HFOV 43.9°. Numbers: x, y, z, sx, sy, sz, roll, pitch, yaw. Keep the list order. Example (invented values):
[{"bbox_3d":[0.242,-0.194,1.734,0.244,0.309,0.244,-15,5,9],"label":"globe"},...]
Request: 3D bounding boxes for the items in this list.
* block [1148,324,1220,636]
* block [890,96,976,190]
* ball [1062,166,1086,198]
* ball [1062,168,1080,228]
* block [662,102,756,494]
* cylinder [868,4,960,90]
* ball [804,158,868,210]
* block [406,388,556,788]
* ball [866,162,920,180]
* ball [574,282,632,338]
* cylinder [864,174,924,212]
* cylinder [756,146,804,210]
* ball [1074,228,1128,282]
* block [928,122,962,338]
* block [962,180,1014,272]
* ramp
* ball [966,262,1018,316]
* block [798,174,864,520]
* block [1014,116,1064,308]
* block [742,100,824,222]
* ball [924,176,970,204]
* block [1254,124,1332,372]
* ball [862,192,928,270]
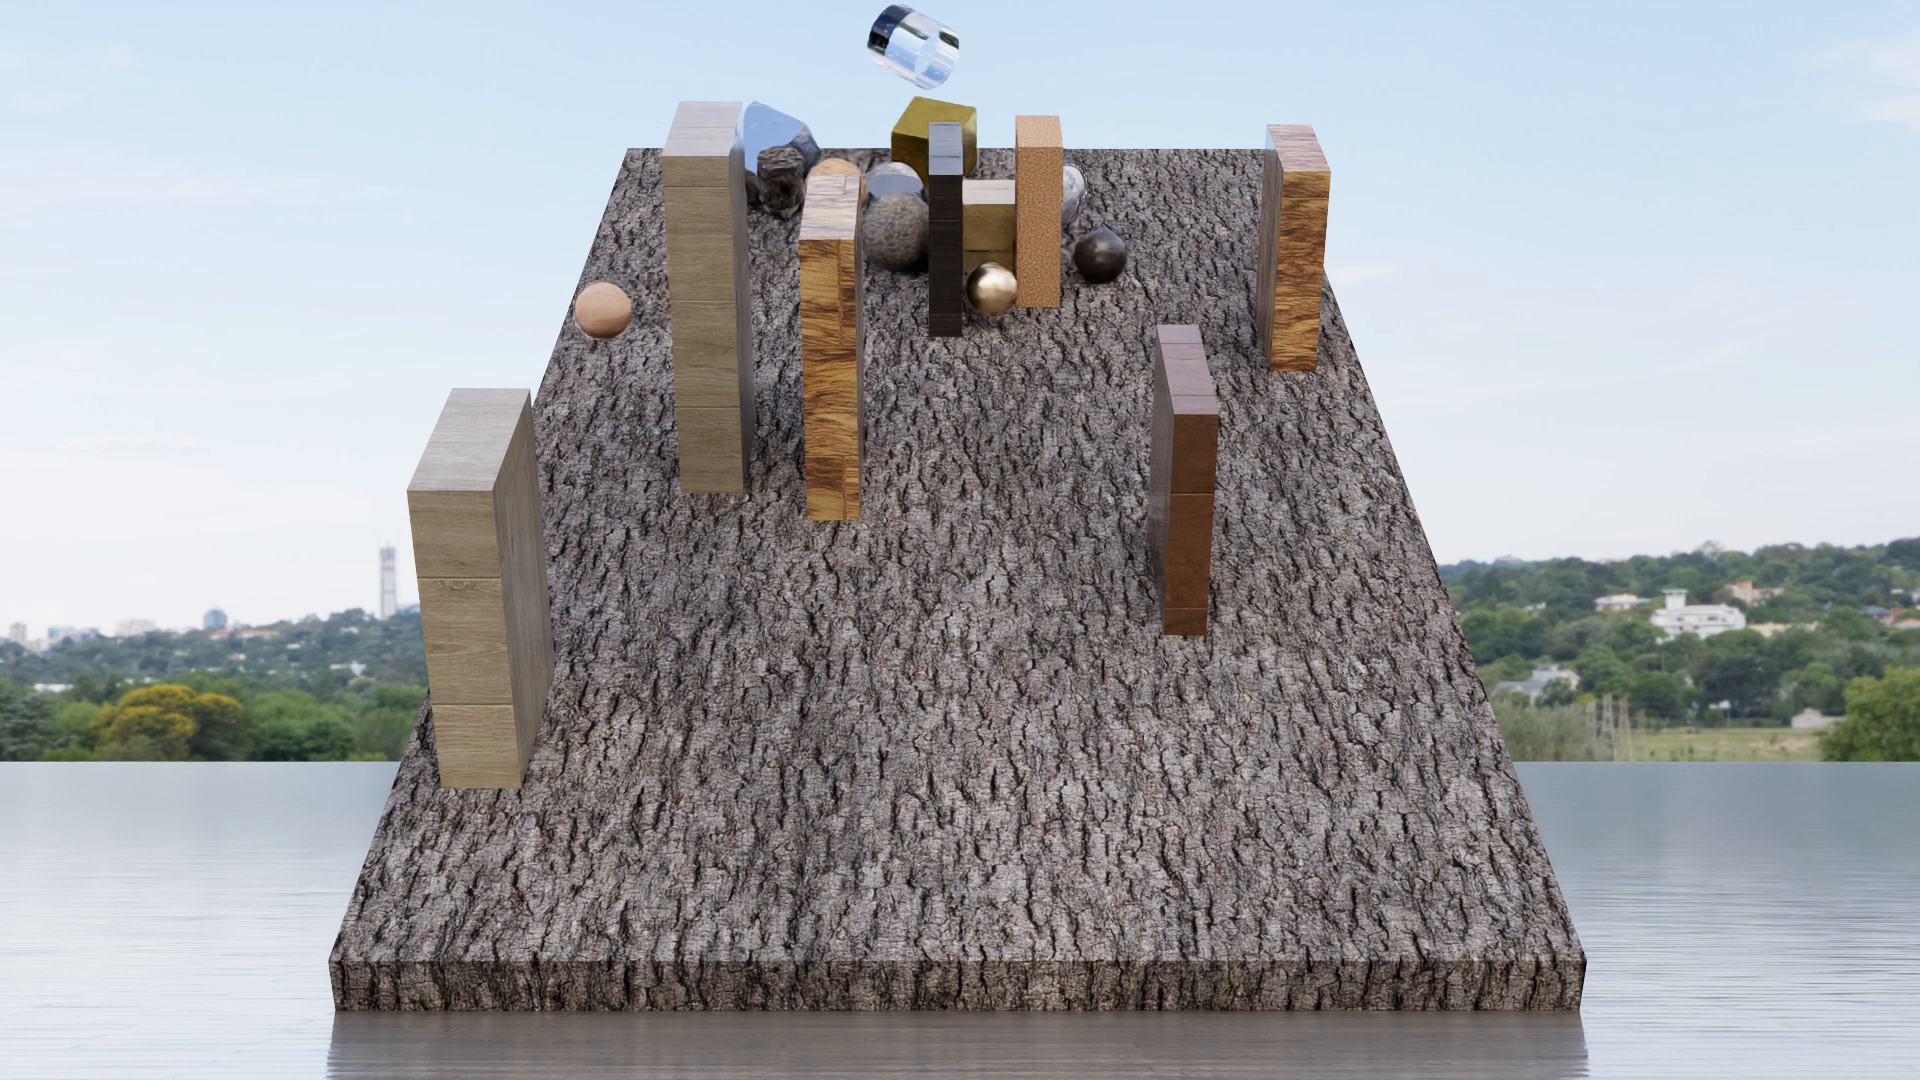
[{"bbox_3d":[0.443,-0.125,4.775,0.084,0.479,0.433,0,28,0],"label":"block"},{"bbox_3d":[-0.074,-1.143,6.938,0.192,0.192,0.192,14,-44,14],"label":"block"},{"bbox_3d":[0.299,-1.007,6.787,0.115,0.115,0.115,0,-5,0],"label":"ball"},{"bbox_3d":[0.237,-0.954,6.644,0.195,0.195,0.195,0,-5,0],"label":"ball"},{"bbox_3d":[-0.544,-0.530,5.220,0.138,0.773,0.366,0,28,0],"label":"block"},{"bbox_3d":[-0.138,-1.477,7.136,0.196,0.196,0.196,34,13,29],"label":"cylinder"},{"bbox_3d":[-0.311,-0.872,5.957,0.159,0.159,0.159,0,-5,0],"label":"ball"},{"bbox_3d":[-0.846,0.082,4.257,0.141,0.589,0.411,0,28,0],"label":"block"},{"bbox_3d":[-0.189,-0.980,6.718,0.171,0.171,0.171,0,-5,0],"label":"ball"},{"bbox_3d":[-0.895,-0.575,5.978,0.142,0.142,0.142,0,-5,0],"label":"ball"},{"bbox_3d":[-0.181,-0.899,6.562,0.164,0.164,0.164,0,31,0],"label":"cylinder"},{"bbox_3d":[-0.478,-0.966,6.351,0.121,0.121,0.121,0,-48,0],"label":"cylinder"},{"bbox_3d":[0.372,-0.753,6.323,0.142,0.142,0.142,0,-5,0],"label":"ball"},{"bbox_3d":[-0.037,-0.797,6.097,0.083,0.429,0.410,0,28,0],"label":"block"},{"bbox_3d":[0.081,-0.851,6.455,0.189,0.189,0.189,-2,28,-3],"label":"block"},{"bbox_3d":[-0.011,-0.223,5.577,2.000,0.100,4.000,0,28,0],"label":"ramp"},{"bbox_3d":[0.081,-0.634,6.018,0.131,0.131,0.131,0,-5,0],"label":"ball"},{"bbox_3d":[-0.272,-0.419,5.152,0.111,0.641,0.397,0,28,0],"label":"block"},{"bbox_3d":[0.202,-0.857,6.205,0.113,0.433,0.257,0,28,0],"label":"block"},{"bbox_3d":[-0.536,-1.070,6.731,0.205,0.205,0.205,29,-18,31],"label":"block"},{"bbox_3d":[-0.027,-0.941,6.592,0.149,0.149,0.149,0,-5,0],"label":"ball"},{"bbox_3d":[0.814,-0.721,5.869,0.110,0.512,0.351,0,28,0],"label":"block"},{"bbox_3d":[-0.164,-0.827,6.387,0.209,0.209,0.209,0,-5,0],"label":"ball"}]
